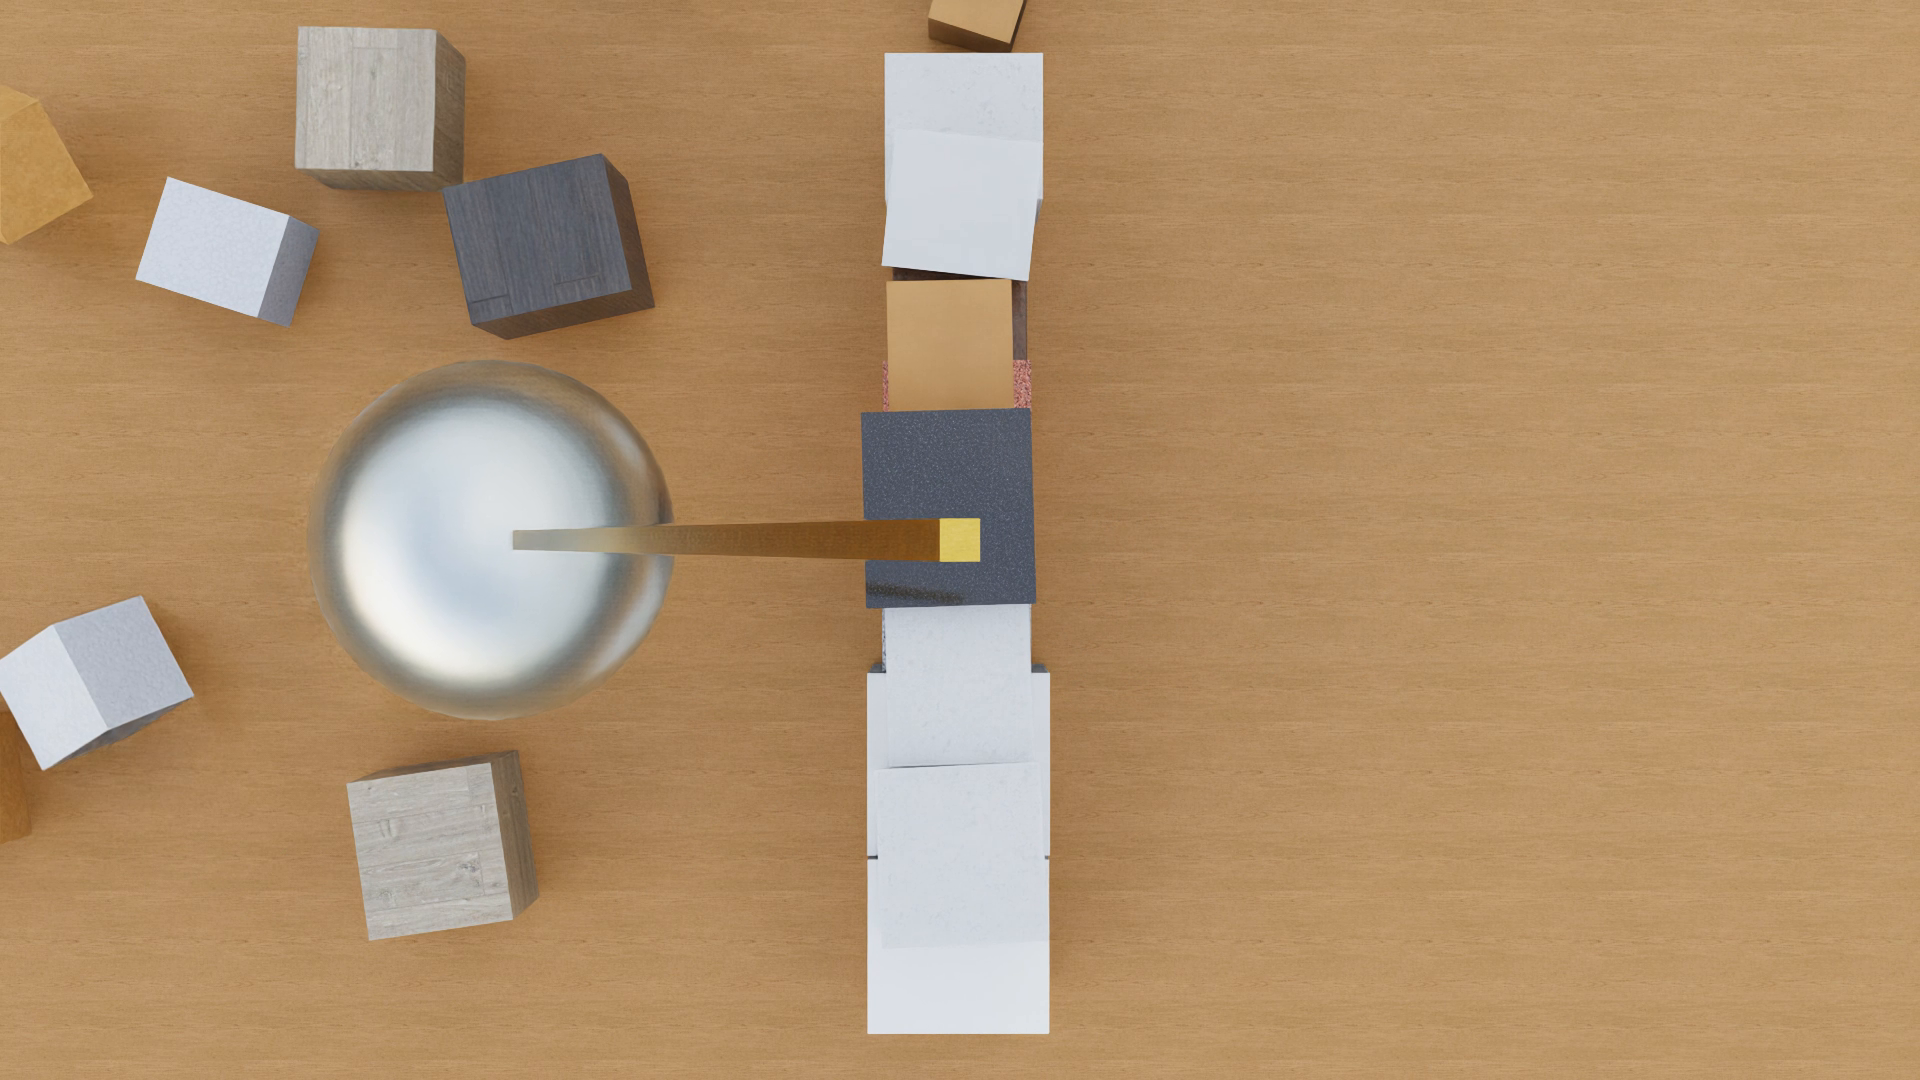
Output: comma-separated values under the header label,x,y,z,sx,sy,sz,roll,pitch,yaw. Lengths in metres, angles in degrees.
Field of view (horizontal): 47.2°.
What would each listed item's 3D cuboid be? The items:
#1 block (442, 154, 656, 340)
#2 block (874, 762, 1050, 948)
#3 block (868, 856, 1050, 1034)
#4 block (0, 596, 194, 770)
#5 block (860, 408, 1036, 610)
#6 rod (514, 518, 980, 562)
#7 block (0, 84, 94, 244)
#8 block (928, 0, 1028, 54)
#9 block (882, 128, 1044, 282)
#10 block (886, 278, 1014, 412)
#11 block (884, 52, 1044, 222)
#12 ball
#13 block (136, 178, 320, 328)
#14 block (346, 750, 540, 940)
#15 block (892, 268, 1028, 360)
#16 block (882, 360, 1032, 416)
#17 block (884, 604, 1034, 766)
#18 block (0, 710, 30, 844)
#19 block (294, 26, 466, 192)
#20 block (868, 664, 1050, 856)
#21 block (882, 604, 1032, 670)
label,x,y,z,sx,sy,sz,roll,pitch,yaw
block,-2.323,-1.653,12.534,0.902,0.933,0.767,-12,90,0
block,0.006,1.634,11.509,0.836,0.933,0.892,-3,84,0
block,-0.009,2.213,12.483,0.988,1.033,0.946,0,90,0
block,-4.956,0.812,12.563,0.633,0.647,0.658,-28,90,29
block,-0.058,-0.144,11.581,0.856,1.044,0.987,-2,88,0
rod,-0.893,0.000,6.546,0.080,5.200,0.080,0,90,-20
block,-5.429,-2.138,12.499,0.547,0.584,0.625,-39,130,-26
block,0.131,-3.154,12.753,0.490,0.494,0.536,18,90,0
block,0.011,-1.779,11.748,0.766,0.744,0.710,6,97,-1
block,-0.051,-0.993,11.762,0.649,0.717,0.702,-1,89,0
block,0.022,-2.279,12.556,0.870,0.889,0.806,0,90,0
ball,-2.060,0.000,9.739,1.600,1.600,1.600,0,90,0
block,-4.216,-1.651,12.700,0.720,0.600,0.605,18,90,0
block,-2.948,1.733,12.613,0.808,0.774,0.883,-8,90,0
block,0.001,-1.434,12.659,0.753,0.683,0.861,0,90,0
block,-0.014,-0.565,12.560,0.817,0.880,0.849,0,90,0
block,-0.004,0.757,11.612,0.735,0.830,0.805,-2,87,0
block,-5.904,1.426,12.657,0.726,0.685,0.740,-8,90,0
block,-3.314,-2.460,12.629,0.769,0.742,0.791,1,90,0
block,-0.008,1.227,12.514,0.998,0.972,0.998,0,90,0
block,-0.019,0.291,12.551,0.821,0.897,0.855,0,90,0
